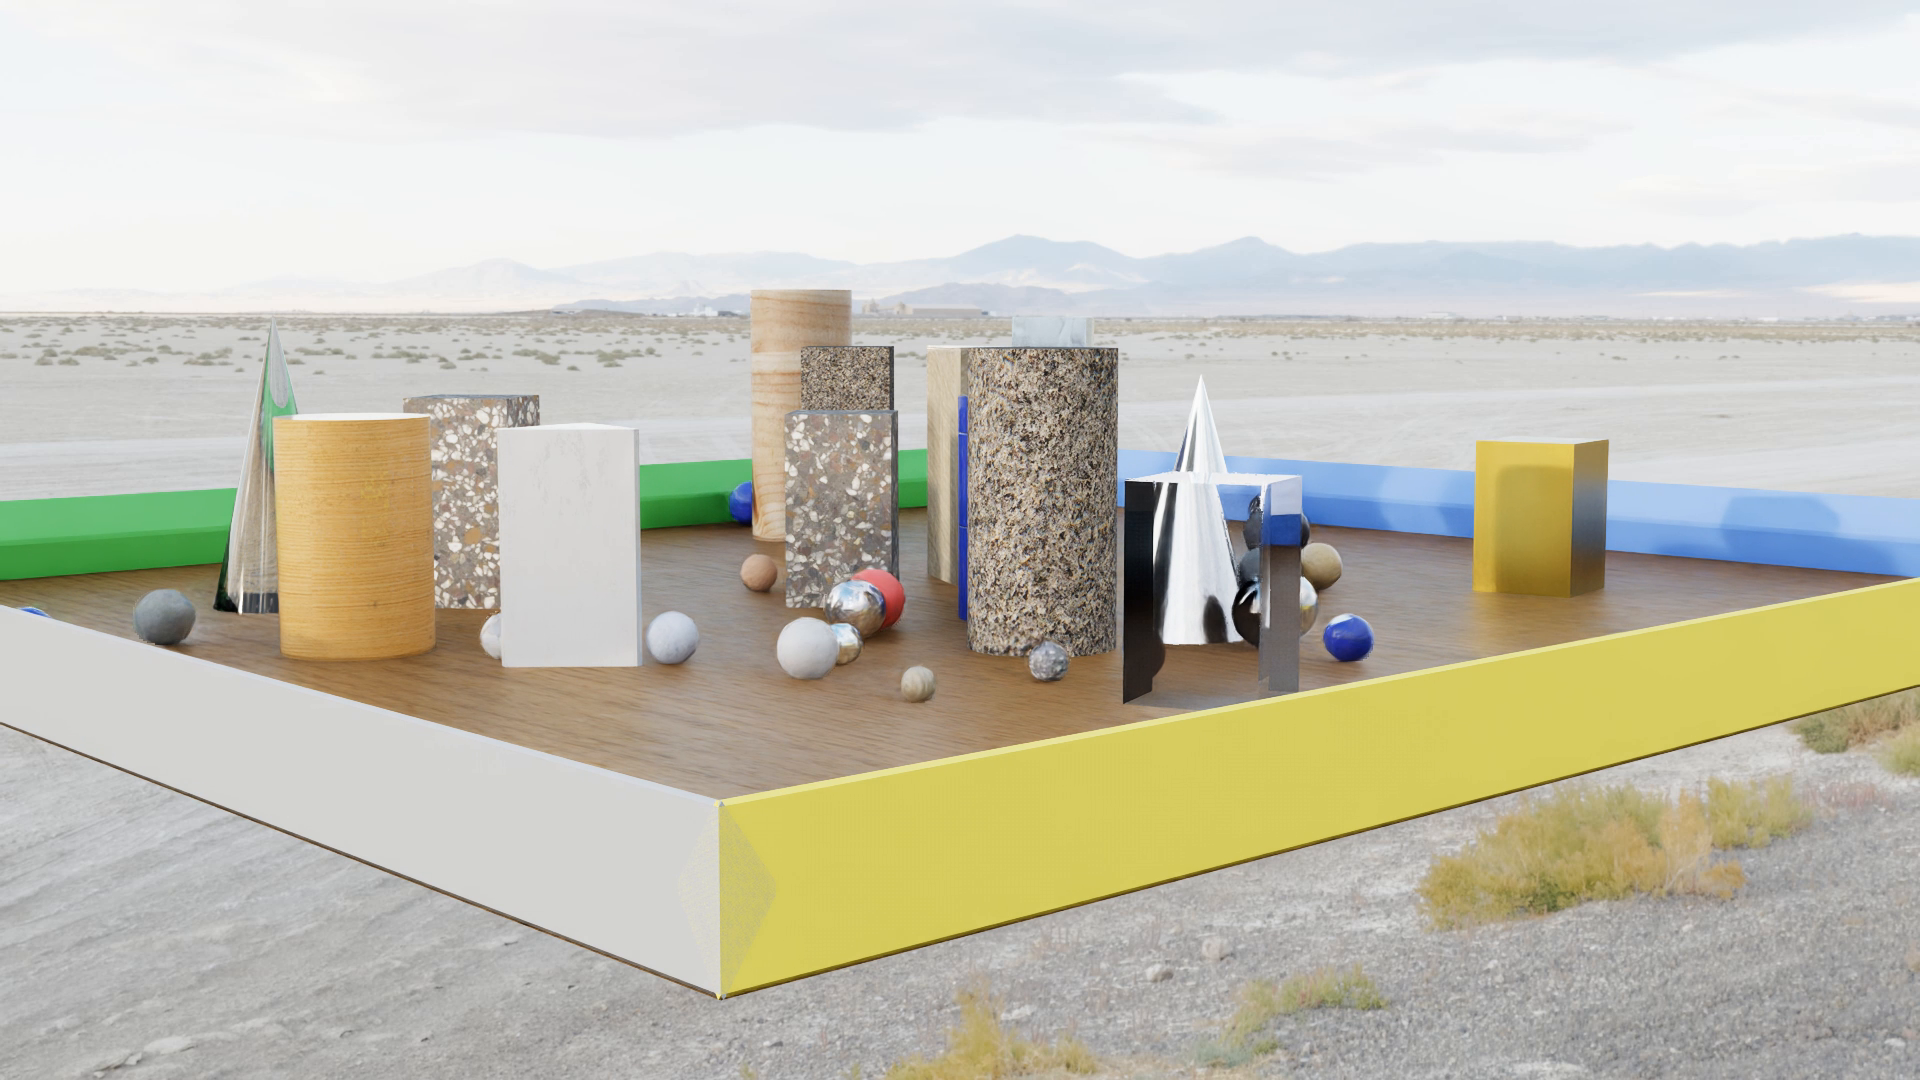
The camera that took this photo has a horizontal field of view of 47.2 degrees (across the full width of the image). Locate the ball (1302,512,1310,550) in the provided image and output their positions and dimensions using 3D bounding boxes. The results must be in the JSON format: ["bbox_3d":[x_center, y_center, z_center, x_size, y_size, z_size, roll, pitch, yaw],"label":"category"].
[{"bbox_3d":[0.581,-0.016,3.965,0.099,0.099,0.099,0,6,0],"label":"ball"}]

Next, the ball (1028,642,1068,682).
[{"bbox_3d":[0.107,0.147,2.651,0.048,0.048,0.048,0,6,0],"label":"ball"}]

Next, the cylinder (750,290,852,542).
[{"bbox_3d":[-0.310,-0.246,4.313,0.199,0.485,0.199,0,6,0],"label":"cylinder"}]

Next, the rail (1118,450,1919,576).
[{"bbox_3d":[1.025,-0.064,4.273,0.045,0.129,2.619,-5,8,-42],"label":"rail"}]

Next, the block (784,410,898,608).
[{"bbox_3d":[-0.179,-0.051,3.372,0.159,0.290,0.159,0,6,2],"label":"block"}]

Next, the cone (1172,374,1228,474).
[{"bbox_3d":[0.337,-0.055,3.087,0.199,0.357,0.199,0,6,0],"label":"cone"}]

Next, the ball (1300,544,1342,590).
[{"bbox_3d":[0.575,0.042,3.521,0.075,0.075,0.075,0,6,0],"label":"ball"}]

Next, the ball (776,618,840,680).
[{"bbox_3d":[-0.184,0.131,2.663,0.076,0.076,0.076,0,6,0],"label":"ball"}]

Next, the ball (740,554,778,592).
[{"bbox_3d":[-0.320,0.052,3.499,0.059,0.059,0.059,0,6,0],"label":"ball"}]

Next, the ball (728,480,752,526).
[{"bbox_3d":[-0.431,-0.075,4.548,0.096,0.096,0.096,0,6,0],"label":"ball"}]

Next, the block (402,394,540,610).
[{"bbox_3d":[-0.742,-0.062,3.365,0.159,0.315,0.159,1,6,7],"label":"block"}]

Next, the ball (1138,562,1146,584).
[{"bbox_3d":[0.312,0.060,3.262,0.092,0.092,0.092,0,6,0],"label":"ball"}]

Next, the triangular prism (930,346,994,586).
[{"bbox_3d":[0.002,-0.130,3.671,0.149,0.386,0.172,6,8,44],"label":"triangular prism"}]

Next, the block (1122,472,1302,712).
[{"bbox_3d":[0.291,0.056,2.523,0.159,0.255,0.159,3,7,25],"label":"block"}]

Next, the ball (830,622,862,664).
[{"bbox_3d":[-0.149,0.131,2.775,0.053,0.053,0.053,0,6,0],"label":"ball"}]

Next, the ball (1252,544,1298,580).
[{"bbox_3d":[0.501,0.043,3.512,0.075,0.075,0.075,0,6,0],"label":"ball"}]

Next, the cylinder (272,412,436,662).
[{"bbox_3d":[-0.793,-0.008,2.886,0.199,0.307,0.199,0,6,0],"label":"cylinder"}]

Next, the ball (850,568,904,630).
[{"bbox_3d":[-0.121,0.083,3.069,0.087,0.087,0.087,0,6,0],"label":"ball"}]

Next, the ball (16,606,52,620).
[{"bbox_3d":[-1.189,0.120,2.800,0.070,0.070,0.070,0,6,0],"label":"ball"}]

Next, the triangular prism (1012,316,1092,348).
[{"bbox_3d":[0.210,-0.205,4.169,0.172,0.433,0.149,4,7,35],"label":"triangular prism"}]

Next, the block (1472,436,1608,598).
[{"bbox_3d":[0.929,-0.040,3.518,0.159,0.240,0.159,4,7,35],"label":"block"}]

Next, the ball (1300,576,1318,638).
[{"bbox_3d":[0.434,0.090,2.959,0.097,0.097,0.097,0,6,0],"label":"ball"}]

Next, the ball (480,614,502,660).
[{"bbox_3d":[-0.583,0.123,2.813,0.060,0.060,0.060,0,6,0],"label":"ball"}]

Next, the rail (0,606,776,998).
[{"bbox_3d":[-1.025,0.132,2.391,0.045,0.129,2.619,-5,8,-42],"label":"rail"}]

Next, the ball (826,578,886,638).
[{"bbox_3d":[-0.141,0.094,2.987,0.083,0.083,0.083,0,6,0],"label":"ball"}]

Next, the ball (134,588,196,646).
[{"bbox_3d":[-1.061,0.103,2.934,0.076,0.076,0.076,0,6,0],"label":"ball"}]

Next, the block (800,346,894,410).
[{"bbox_3d":[-0.205,-0.166,4.053,0.159,0.379,0.159,0,6,1],"label":"block"}]

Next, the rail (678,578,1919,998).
[{"bbox_3d":[0.872,0.132,2.392,2.838,0.129,0.045,-5,8,-42],"label":"rail"}]

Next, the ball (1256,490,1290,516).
[{"bbox_3d":[0.657,-0.068,4.603,0.071,0.071,0.071,0,6,0],"label":"ball"}]

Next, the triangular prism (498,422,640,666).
[{"bbox_3d":[-0.490,0.003,2.822,0.172,0.298,0.149,0,6,-2],"label":"triangular prism"}]

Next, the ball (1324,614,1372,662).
[{"bbox_3d":[0.494,0.125,2.795,0.061,0.061,0.061,0,6,0],"label":"ball"}]

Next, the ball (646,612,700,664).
[{"bbox_3d":[-0.363,0.123,2.782,0.067,0.067,0.067,0,6,0],"label":"ball"}]

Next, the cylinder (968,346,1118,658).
[{"bbox_3d":[0.109,-0.055,2.910,0.199,0.396,0.199,0,6,0],"label":"cylinder"}]

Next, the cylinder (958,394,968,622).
[{"bbox_3d":[0.096,-0.048,3.199,0.199,0.322,0.199,0,6,0],"label":"cylinder"}]

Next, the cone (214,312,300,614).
[{"bbox_3d":[-1.031,-0.122,3.322,0.199,0.442,0.199,0,6,0],"label":"cone"}]

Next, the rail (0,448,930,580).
[{"bbox_3d":[-0.872,-0.064,4.272,2.838,0.129,0.045,-5,8,-42],"label":"rail"}]

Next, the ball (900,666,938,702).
[{"bbox_3d":[-0.047,0.165,2.507,0.042,0.042,0.042,0,6,0],"label":"ball"}]

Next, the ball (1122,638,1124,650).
[{"bbox_3d":[0.236,0.129,2.693,0.075,0.075,0.075,0,6,0],"label":"ball"}]
